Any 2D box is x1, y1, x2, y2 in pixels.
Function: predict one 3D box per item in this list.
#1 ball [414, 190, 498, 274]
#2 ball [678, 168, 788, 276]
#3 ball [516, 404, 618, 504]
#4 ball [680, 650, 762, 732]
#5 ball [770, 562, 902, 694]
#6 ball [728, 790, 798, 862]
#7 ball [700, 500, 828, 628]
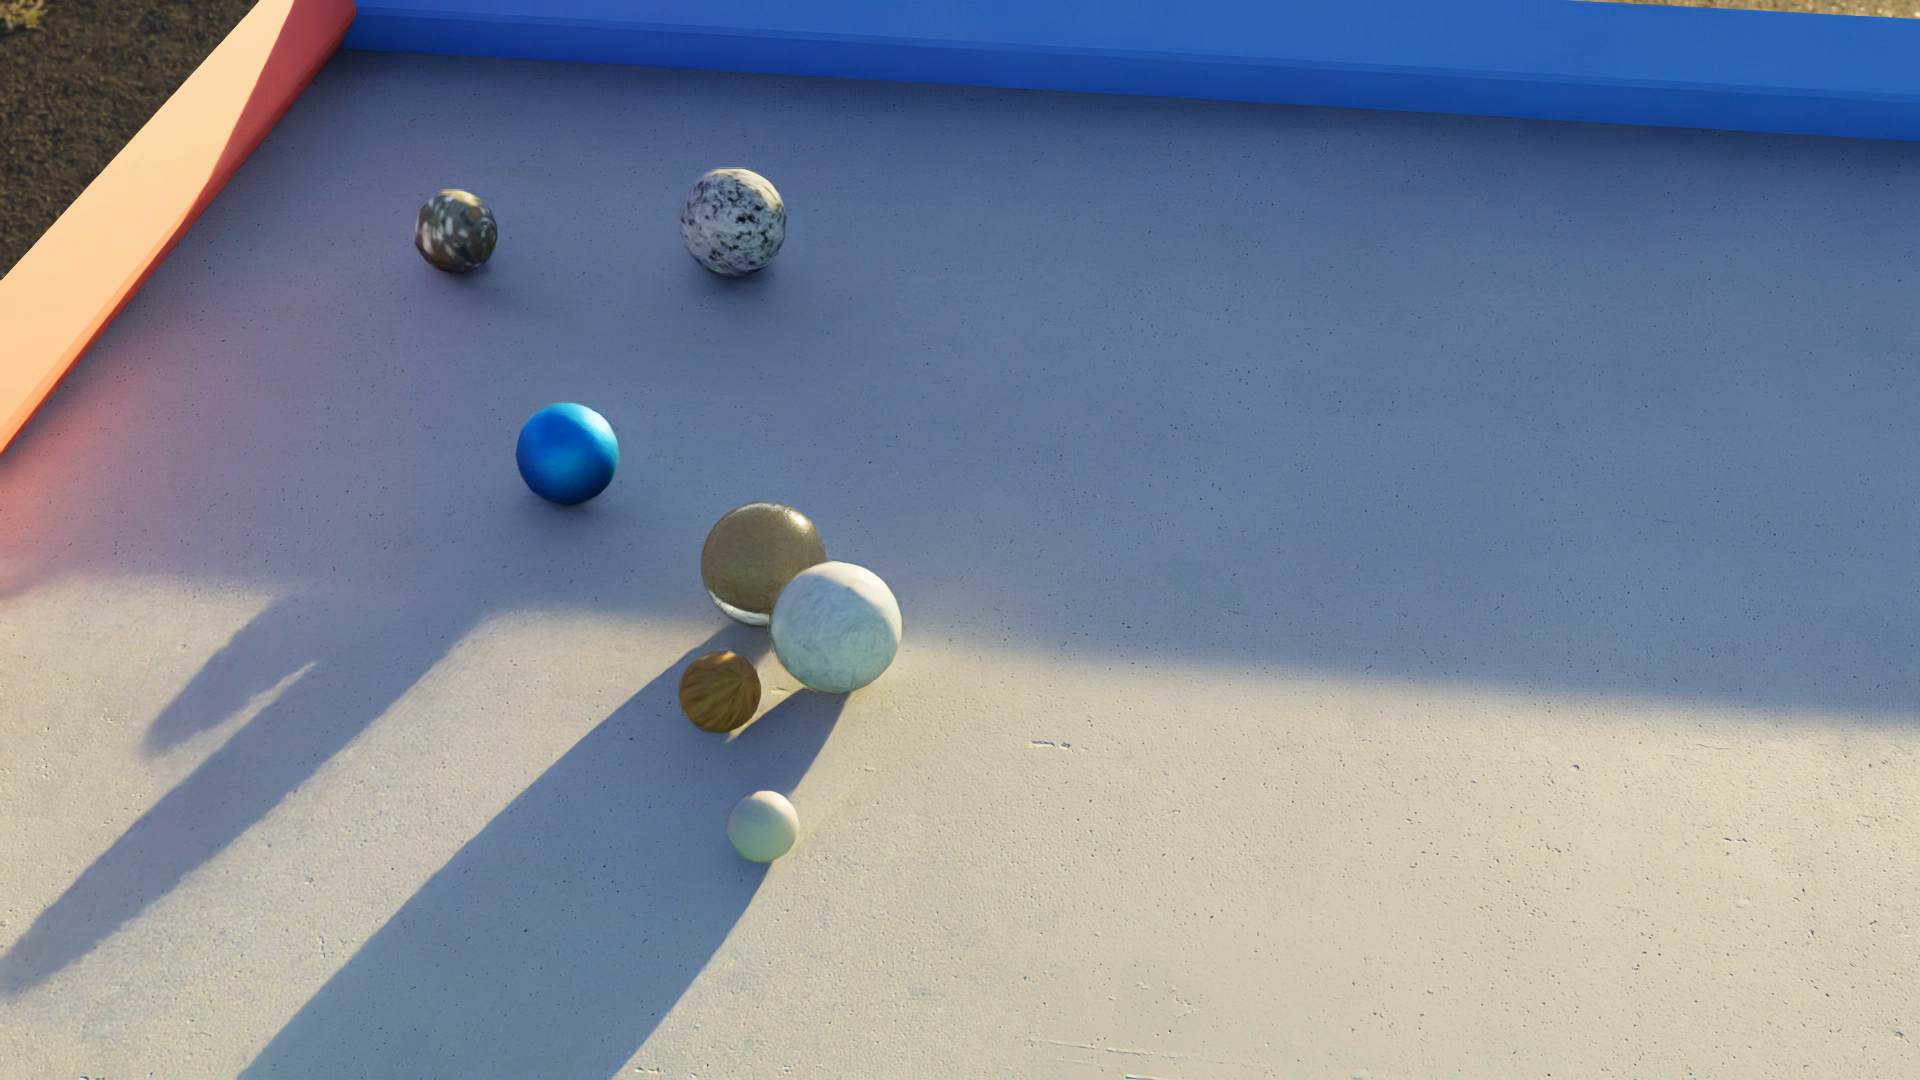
[{"bbox_3d":[-0.457,-0.279,2.327,0.074,0.074,0.074,0,35,0],"label":"ball"},{"bbox_3d":[-0.205,-0.287,2.317,0.097,0.097,0.097,0,35,0],"label":"ball"},{"bbox_3d":[-0.308,-0.067,2.015,0.080,0.080,0.080,0,35,0],"label":"ball"},{"bbox_3d":[-0.167,0.105,1.784,0.057,0.057,0.057,0,35,0],"label":"ball"},{"bbox_3d":[-0.088,0.062,1.815,0.093,0.093,0.093,0,35,0],"label":"ball"},{"bbox_3d":[-0.128,0.187,1.675,0.046,0.046,0.046,0,35,0],"label":"ball"},{"bbox_3d":[-0.143,0.018,1.879,0.093,0.093,0.093,0,35,0],"label":"ball"}]
